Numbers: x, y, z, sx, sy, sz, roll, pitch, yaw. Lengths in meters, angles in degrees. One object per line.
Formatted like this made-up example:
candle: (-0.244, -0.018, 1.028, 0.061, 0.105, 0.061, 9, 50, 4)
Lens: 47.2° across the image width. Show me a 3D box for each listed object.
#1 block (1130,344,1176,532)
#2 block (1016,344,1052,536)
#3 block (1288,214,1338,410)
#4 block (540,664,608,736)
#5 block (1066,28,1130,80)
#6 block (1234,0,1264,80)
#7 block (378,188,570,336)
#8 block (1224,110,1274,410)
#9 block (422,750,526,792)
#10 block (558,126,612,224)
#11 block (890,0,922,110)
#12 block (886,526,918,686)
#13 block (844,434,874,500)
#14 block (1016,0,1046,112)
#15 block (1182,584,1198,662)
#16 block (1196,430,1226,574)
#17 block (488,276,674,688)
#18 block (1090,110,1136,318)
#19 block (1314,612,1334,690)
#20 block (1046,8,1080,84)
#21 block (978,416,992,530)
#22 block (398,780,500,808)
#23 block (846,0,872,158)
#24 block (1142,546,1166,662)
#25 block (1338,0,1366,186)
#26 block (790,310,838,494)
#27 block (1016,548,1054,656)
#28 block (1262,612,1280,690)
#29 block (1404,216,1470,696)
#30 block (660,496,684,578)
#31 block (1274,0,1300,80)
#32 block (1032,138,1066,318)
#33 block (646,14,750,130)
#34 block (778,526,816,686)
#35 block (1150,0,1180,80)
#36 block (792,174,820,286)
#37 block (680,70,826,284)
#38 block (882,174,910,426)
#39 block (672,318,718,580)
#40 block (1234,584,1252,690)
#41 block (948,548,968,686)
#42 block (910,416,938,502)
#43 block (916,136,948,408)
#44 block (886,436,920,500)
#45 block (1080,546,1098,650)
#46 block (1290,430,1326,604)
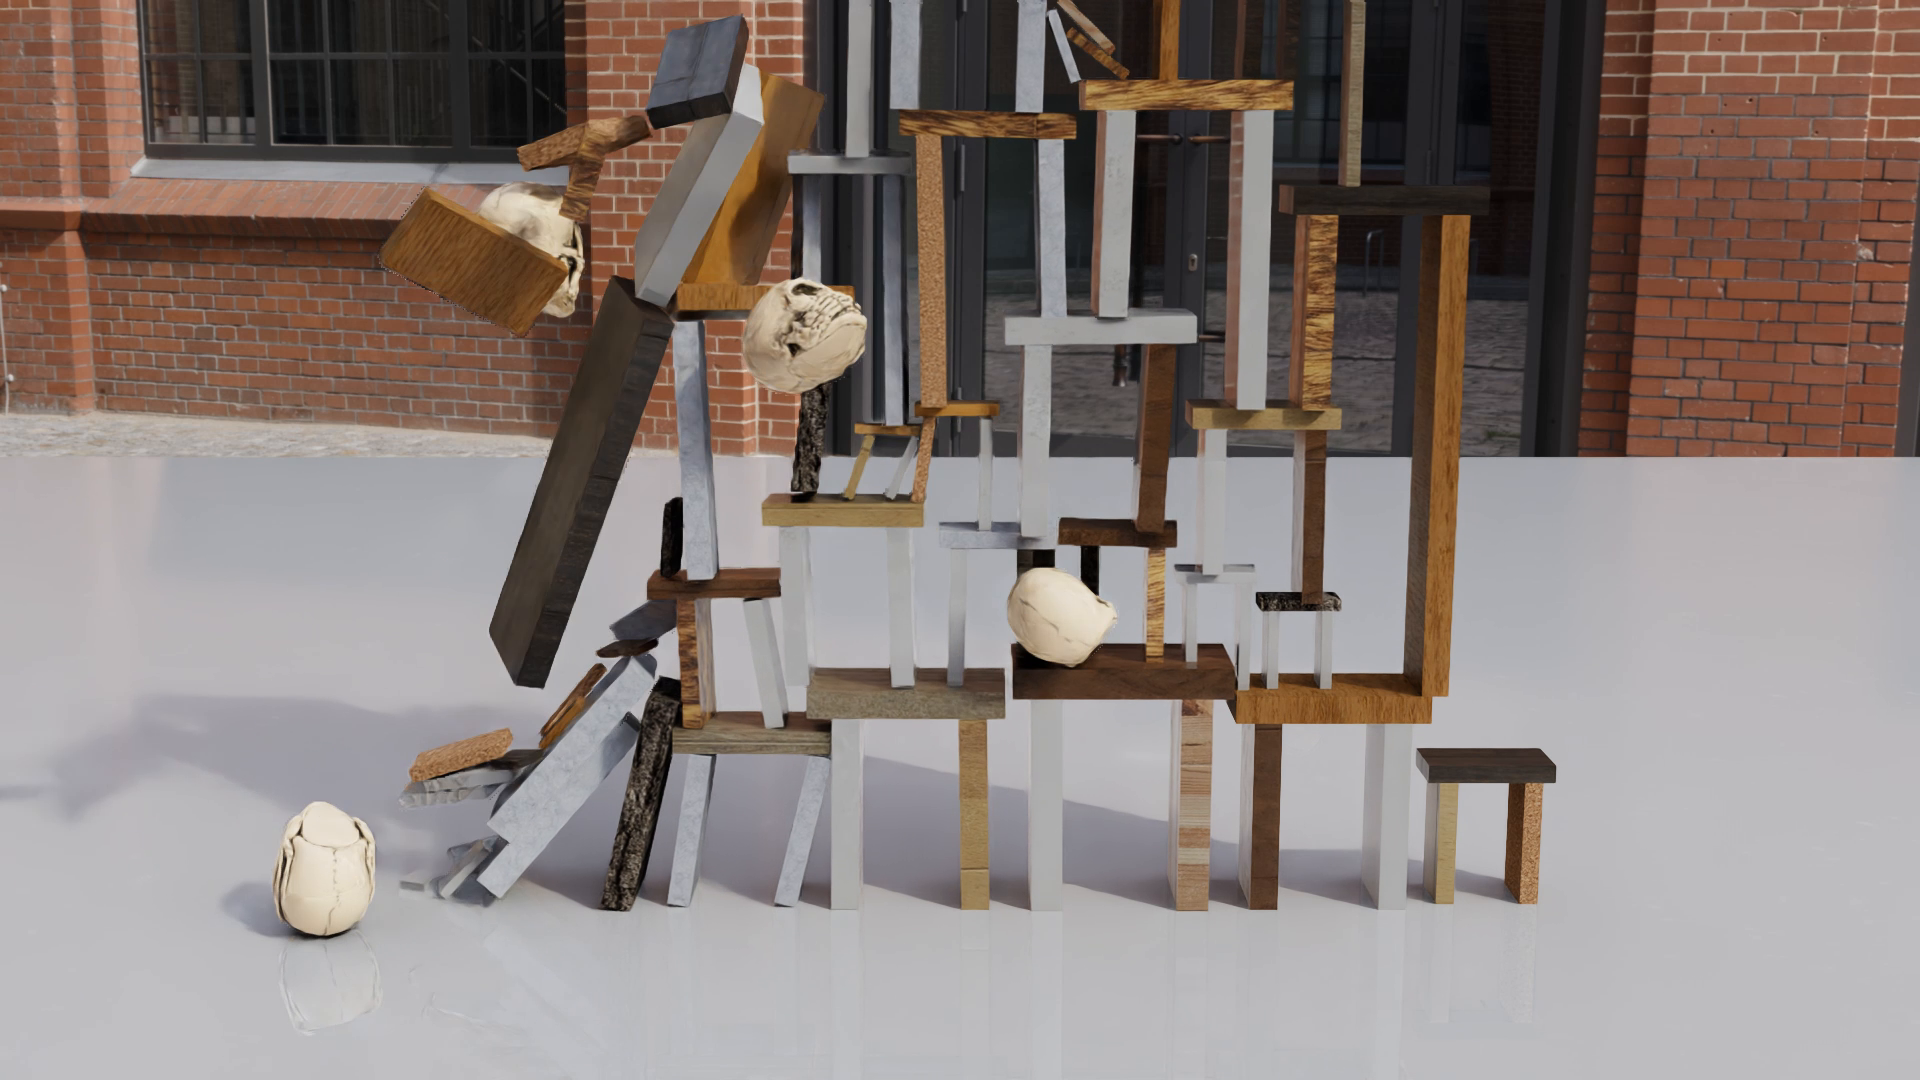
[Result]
block: (0.310, -0.173, 3.537, 0.042, 0.299, 0.149, 3, 11, 0)
block: (0.118, -0.169, 3.532, 0.042, 0.304, 0.149, 1, 11, -2)
block: (0.559, -0.365, 3.488, 0.043, 0.302, 0.151, 1, 11, 0)
block: (-0.658, 0.273, 3.739, 0.017, 0.148, 0.060, 41, -18, -11)
block: (0.213, -0.755, 3.416, 0.113, 0.016, 0.057, 36, 10, -6)
block: (0.451, -0.813, 3.413, 0.028, 0.194, 0.097, 2, 11, -1)
block: (-0.718, -0.410, 3.258, 0.247, 0.124, 0.035, 28, 21, -39)
block: (0.455, -0.444, 3.475, 0.045, 0.460, 0.158, 0, 10, -1)
block: (-0.802, 0.382, 3.651, 0.159, 0.023, 0.080, -8, 19, 13)
block: (-0.526, -0.509, 3.085, 0.035, 0.124, 0.247, 18, 5, -12)
block: (-0.082, -0.819, 3.415, 0.041, 0.293, 0.146, 2, 12, 1)
block: (-0.094, 0.099, 3.582, 0.037, 0.258, 0.129, -1, 8, 2)
block: (-0.163, -0.120, 3.558, 0.015, 0.107, 0.054, 20, 5, -4)
block: (0.112, -0.813, 3.409, 0.041, 0.292, 0.146, 2, 12, 2)
block: (0.374, 0.128, 3.580, 0.018, 0.130, 0.065, -1, 11, 0)
block: (0.404, -0.071, 3.548, 0.033, 0.234, 0.117, 0, 11, 0)
block: (-0.627, -0.090, 3.600, 0.051, 0.671, 0.179, 10, 23, -32)
block: (0.240, -0.516, 3.461, 0.045, 0.316, 0.158, 1, 11, -2)
block: (0.594, 0.173, 3.596, 0.018, 0.130, 0.065, 0, 11, 0)
block: (0.160, -0.764, 3.409, 0.016, 0.113, 0.057, -19, 8, 5)
block: (0.040, -0.110, 3.542, 0.019, 0.178, 0.068, 1, 8, -2)
block: (-0.847, 0.412, 3.670, 0.159, 0.023, 0.080, -8, 19, 16)
block: (-0.156, -0.821, 3.427, 0.035, 0.433, 0.122, 1, 16, -4)
block: (0.315, 0.096, 3.583, 0.027, 0.191, 0.095, 0, 11, 0)
block: (0.612, -0.710, 3.431, 0.021, 0.310, 0.075, 0, 11, 0)
block: (-0.237, -0.220, 3.565, 0.041, 0.286, 0.143, 7, 0, -5)
block: (0.125, 0.090, 3.627, 0.026, 0.186, 0.093, 5, 12, 25)
block: (0.508, 0.173, 3.597, 0.018, 0.130, 0.065, 0, 11, 0)
block: (0.764, -0.138, 3.533, 0.043, 0.765, 0.151, 0, 11, 0)
block: (-0.465, -0.004, 3.563, 0.017, 0.120, 0.060, 8, 15, 9)
block: (0.510, -0.792, 3.423, 0.021, 0.150, 0.075, 0, 11, -2)
block: (0.141, -0.495, 3.471, 0.039, 0.273, 0.136, -2, 11, -1)
block: (-0.396, -0.713, 3.339, 0.122, 0.035, 0.245, -10, 39, 11)
block: (-0.264, 0.098, 3.587, 0.037, 0.258, 0.129, -2, 7, 2)
block: (0.320, -0.812, 3.409, 0.028, 0.194, 0.097, 1, 11, -3)
block: (-0.251, -0.504, 3.585, 0.027, 0.193, 0.096, 0, 3, -16)
block: (-0.344, -0.577, 3.573, 0.051, 0.357, 0.179, 25, 10, 24)
block: (-0.102, -0.385, 3.532, 0.027, 0.397, 0.096, 0, 8, 5)
block: (-0.426, -0.148, 3.544, 0.041, 0.409, 0.143, -3, 7, -2)
block: (0.460, 0.151, 3.582, 0.018, 0.177, 0.065, 0, 11, 0)
block: (-0.005, 0.117, 3.586, 0.026, 0.226, 0.093, 1, 11, -1)
block: (-0.057, -0.134, 3.549, 0.019, 0.136, 0.068, 9, 8, 1)
block: (-0.043, -0.431, 3.499, 0.039, 0.422, 0.136, -1, 12, 2)
block: (-0.091, -0.119, 3.559, 0.015, 0.107, 0.054, 24, 6, -1)
block: (0.217, 0.078, 3.676, 0.027, 0.191, 0.095, 0, 11, 5)
block: (0.563, -0.047, 3.553, 0.033, 0.281, 0.117, 0, 11, 0)
